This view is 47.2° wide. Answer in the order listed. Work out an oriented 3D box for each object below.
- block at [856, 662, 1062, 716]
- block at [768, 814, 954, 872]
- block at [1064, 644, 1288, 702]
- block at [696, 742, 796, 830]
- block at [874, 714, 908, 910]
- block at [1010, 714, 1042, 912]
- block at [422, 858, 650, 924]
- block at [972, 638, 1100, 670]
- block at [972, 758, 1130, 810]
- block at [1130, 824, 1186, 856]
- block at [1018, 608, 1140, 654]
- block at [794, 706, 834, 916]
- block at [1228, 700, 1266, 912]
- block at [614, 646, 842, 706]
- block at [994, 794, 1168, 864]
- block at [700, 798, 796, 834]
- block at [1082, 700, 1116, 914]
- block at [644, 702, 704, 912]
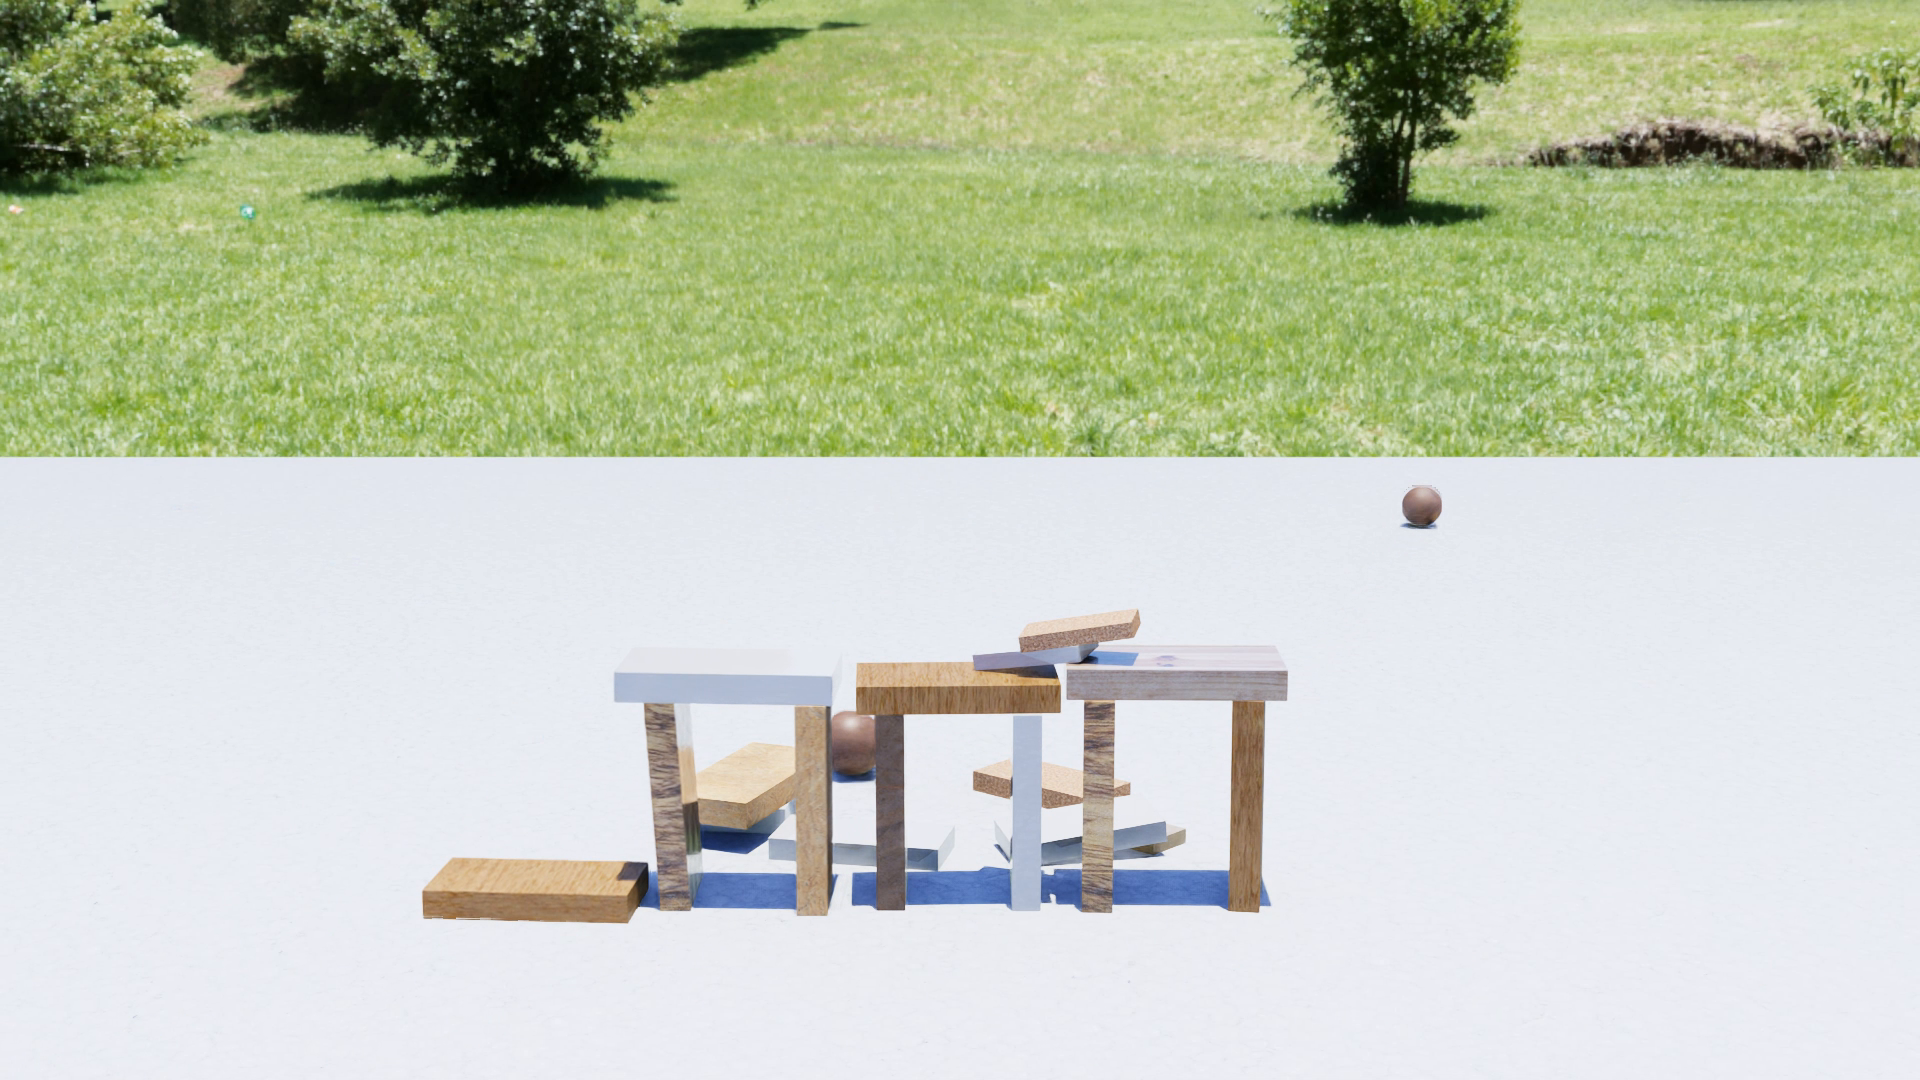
[{"bbox_3d":[-0.005,0.242,3.610,0.329,0.047,0.165,0,11,-2],"label":"block"},{"bbox_3d":[-0.172,0.532,3.873,0.303,0.039,0.138,2,11,12],"label":"block"},{"bbox_3d":[0.349,0.217,3.605,0.354,0.050,0.177,0,11,1],"label":"block"},{"bbox_3d":[-0.387,0.448,4.043,0.167,0.047,0.358,4,11,21],"label":"block"},{"bbox_3d":[-0.113,0.428,3.638,0.047,0.329,0.165,0,11,0],"label":"block"},{"bbox_3d":[0.108,0.428,3.637,0.047,0.329,0.165,0,11,0],"label":"block"},{"bbox_3d":[-0.695,0.575,3.618,0.335,0.047,0.167,1,10,4],"label":"block"},{"bbox_3d":[0.125,0.182,3.628,0.187,0.027,0.094,-6,11,24],"label":"block"},{"bbox_3d":[0.174,0.471,4.204,0.275,0.039,0.138,9,14,40],"label":"block"},{"bbox_3d":[0.303,0.523,3.957,0.187,0.027,0.094,10,14,42],"label":"block"},{"bbox_3d":[0.196,0.148,3.593,0.187,0.027,0.094,-8,10,13],"label":"block"},{"bbox_3d":[-0.240,0.421,3.618,0.050,0.350,0.175,0,11,0],"label":"block"},{"bbox_3d":[0.475,0.416,3.635,0.050,0.354,0.177,1,11,9],"label":"block"},{"bbox_3d":[-0.375,0.222,3.590,0.350,0.050,0.175,1,11,2],"label":"block"},{"bbox_3d":[0.211,0.512,3.881,0.275,0.039,0.138,-8,16,-12],"label":"block"},{"bbox_3d":[-0.378,0.477,4.148,0.167,0.047,0.335,1,11,7],"label":"block"},{"bbox_3d":[0.229,0.417,3.632,0.050,0.354,0.177,1,11,4],"label":"block"},{"bbox_3d":[-0.473,0.416,3.639,0.050,0.350,0.175,-3,10,1],"label":"block"}]
